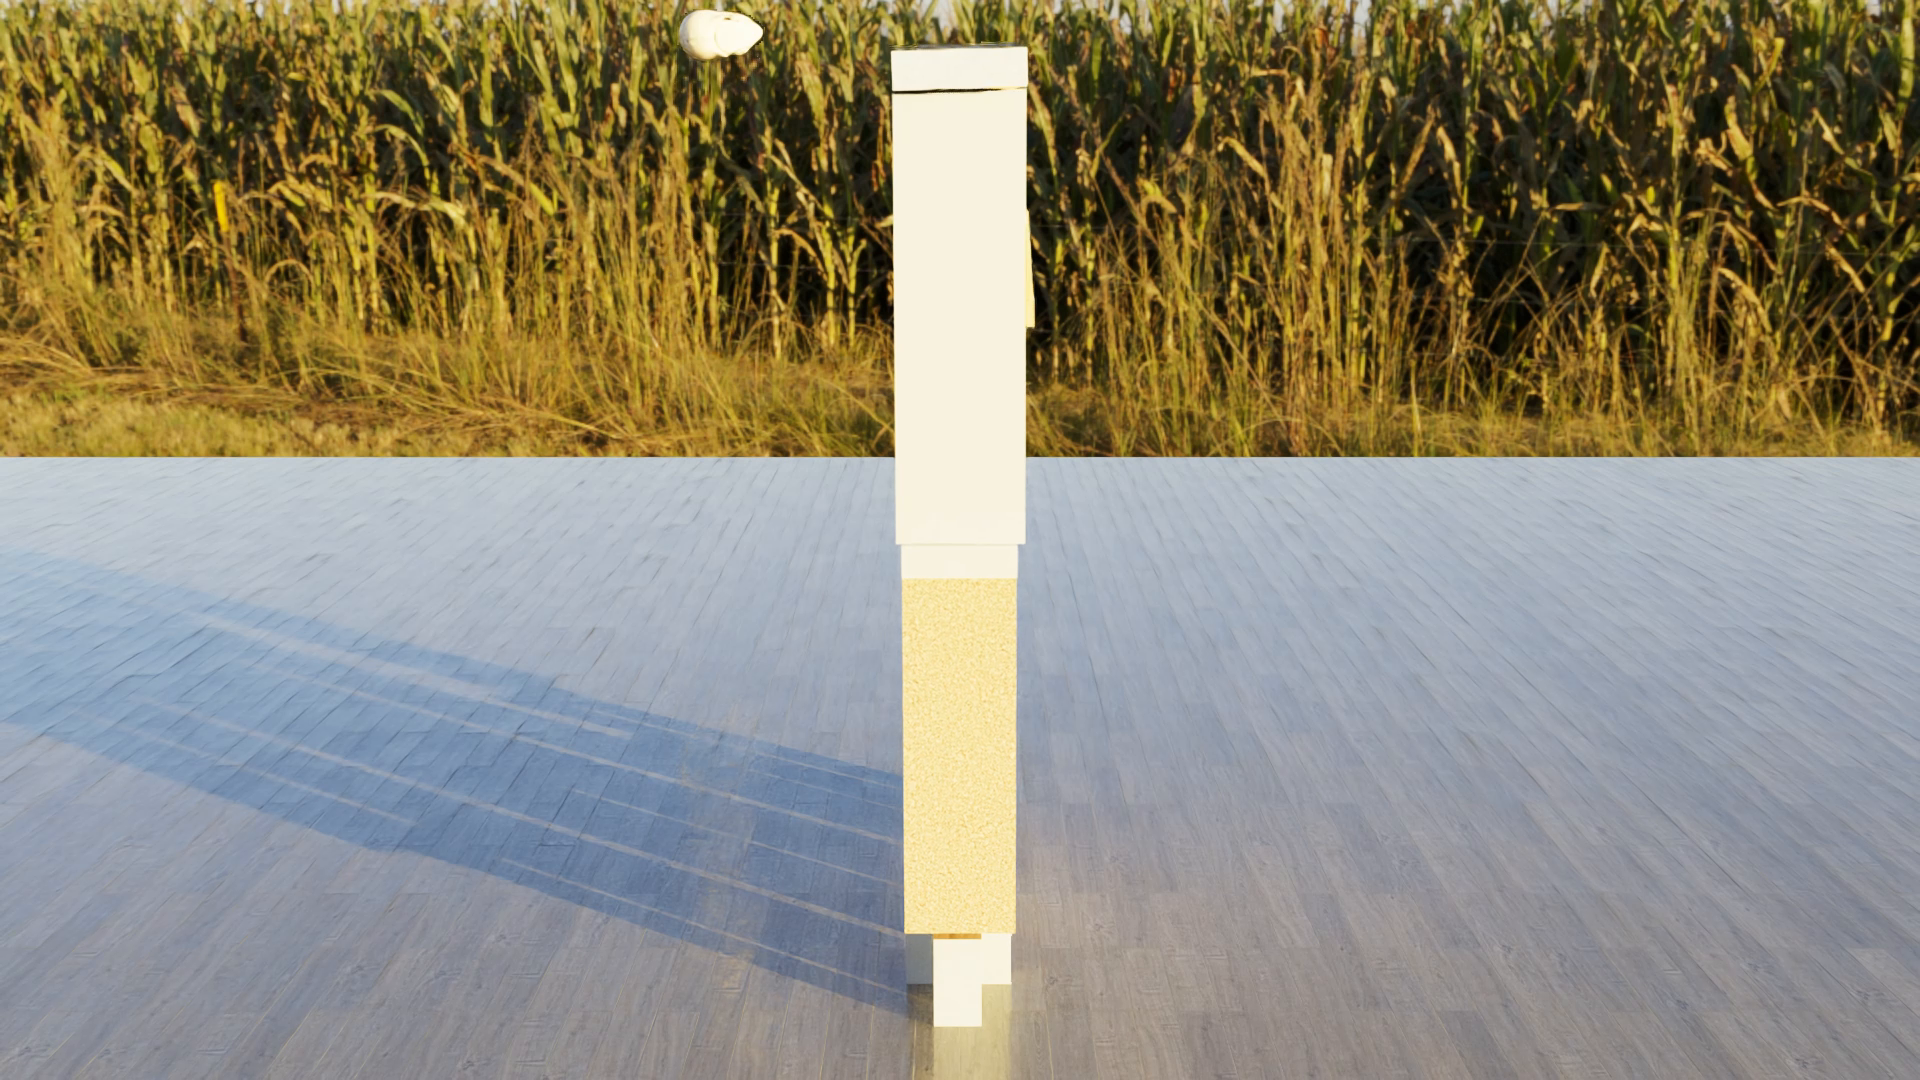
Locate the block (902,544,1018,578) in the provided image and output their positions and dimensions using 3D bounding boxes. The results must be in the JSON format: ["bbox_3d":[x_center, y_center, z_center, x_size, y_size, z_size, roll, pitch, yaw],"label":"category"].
[{"bbox_3d":[-0.001,0.002,3.079,0.154,0.044,0.308,0,11,0],"label":"block"}]

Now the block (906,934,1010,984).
[{"bbox_3d":[-0.003,0.505,3.272,0.156,0.312,0.044,0,11,0],"label":"block"}]

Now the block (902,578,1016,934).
[{"bbox_3d":[-0.001,0.293,3.031,0.154,0.510,0.044,0,11,0],"label":"block"}]

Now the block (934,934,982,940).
[{"bbox_3d":[-0.004,0.539,3.152,0.068,0.019,0.135,0,11,0],"label":"block"}]

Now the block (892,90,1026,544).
[{"bbox_3d":[0.000,-0.292,2.910,0.172,0.595,0.049,0,11,0],"label":"block"}]

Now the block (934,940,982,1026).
[{"bbox_3d":[-0.004,0.623,3.122,0.068,0.135,0.019,0,11,0],"label":"block"}]

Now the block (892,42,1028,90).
[{"bbox_3d":[-0.006,-0.639,2.962,0.172,0.049,0.345,-2,14,-1],"label":"block"}]

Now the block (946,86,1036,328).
[{"bbox_3d":[0.007,-0.468,3.107,0.172,0.345,0.049,-5,11,-5],"label":"block"}]
